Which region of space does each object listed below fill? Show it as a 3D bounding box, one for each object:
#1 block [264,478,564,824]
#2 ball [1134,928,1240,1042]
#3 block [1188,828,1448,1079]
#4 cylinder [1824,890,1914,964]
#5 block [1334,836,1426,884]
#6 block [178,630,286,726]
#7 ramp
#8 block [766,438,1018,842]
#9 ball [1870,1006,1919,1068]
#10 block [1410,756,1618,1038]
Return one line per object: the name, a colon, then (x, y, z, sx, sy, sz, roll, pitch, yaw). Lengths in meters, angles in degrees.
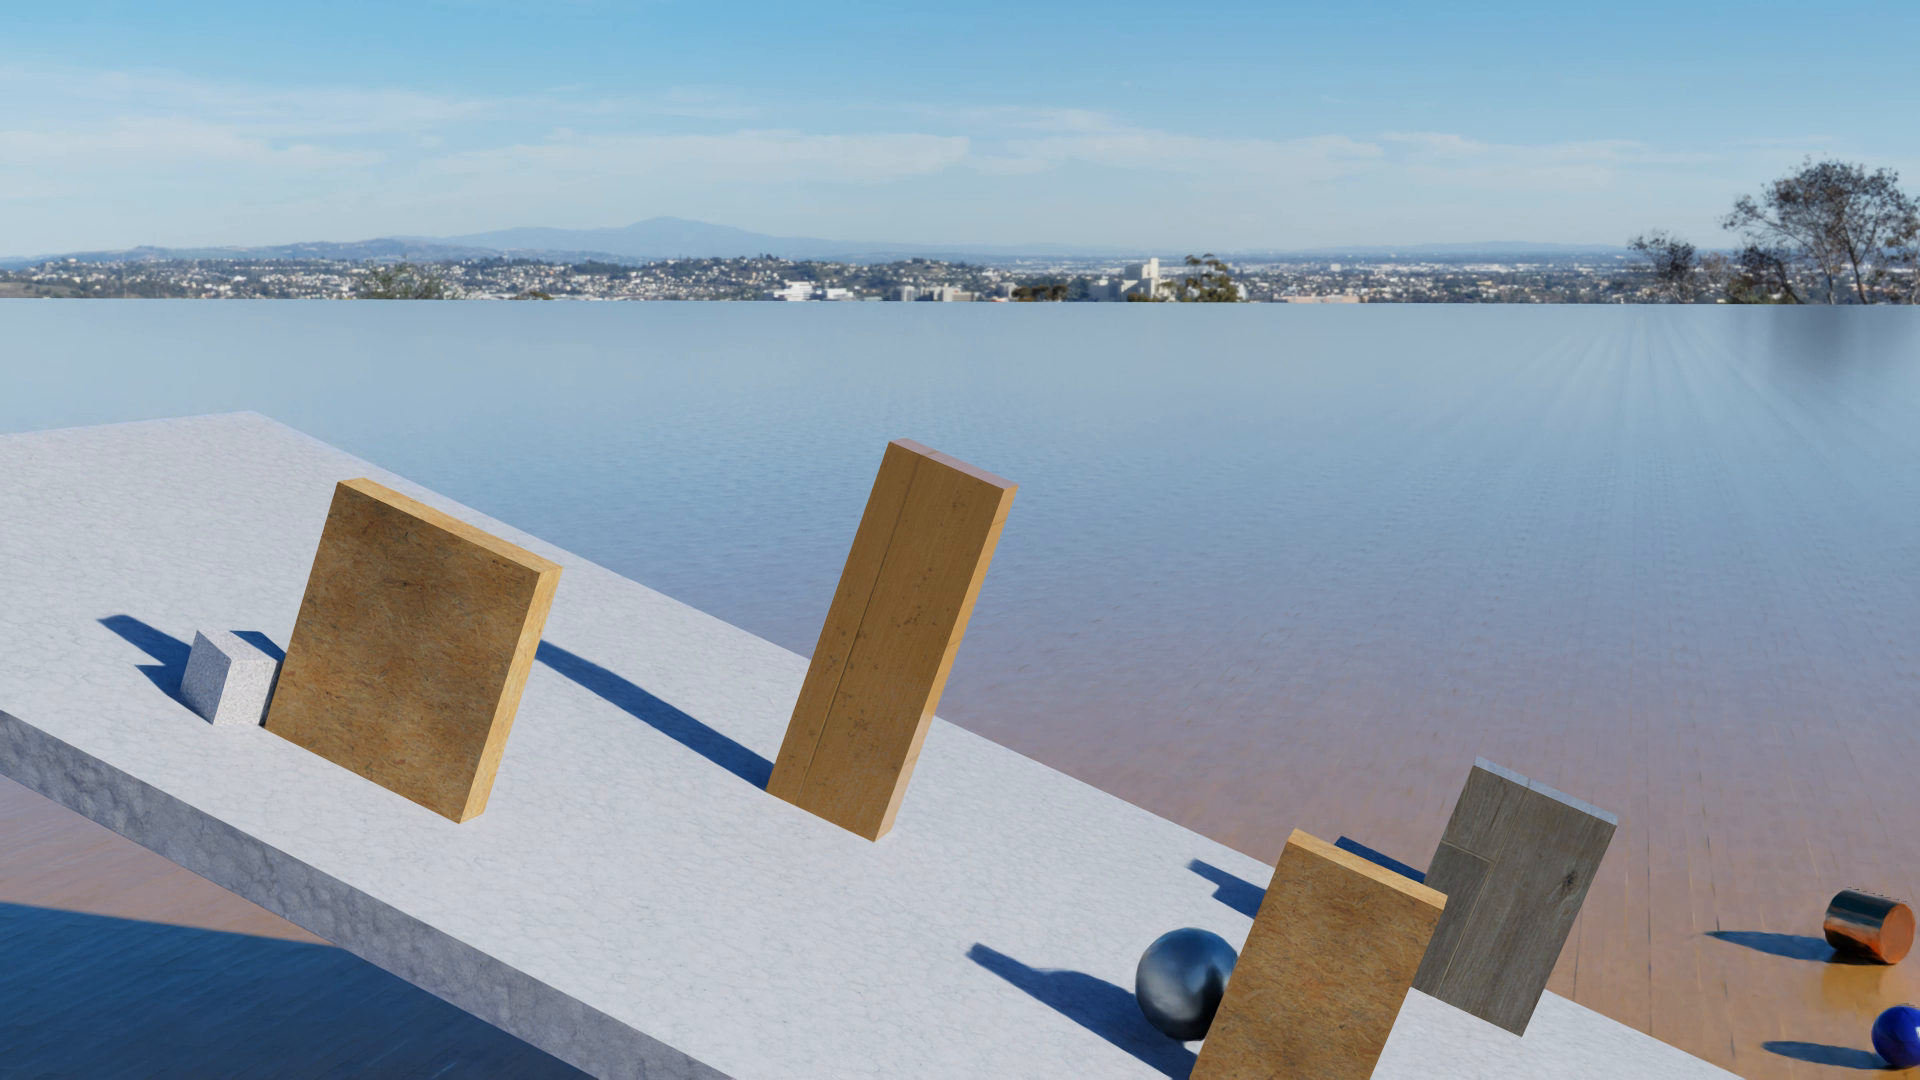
block: (-0.924, 0.184, 3.706, 0.397, 0.459, 0.081, 23, 13, 13)
ball: (0.401, 0.773, 3.825, 0.195, 0.195, 0.195, 0, 7, 0)
block: (0.588, 0.749, 3.643, 0.269, 0.464, 0.087, 23, 13, 13)
cylinder: (2.469, 1.050, 5.970, 0.165, 0.165, 0.165, -5, 8, -35)
block: (0.832, 0.765, 4.588, 0.194, 0.194, 0.194, 24, 13, 16)
block: (-1.241, 0.236, 3.774, 0.122, 0.122, 0.122, 30, 16, 37)
ramp: (-0.326, 0.591, 4.206, 4.000, 0.100, 2.000, 23, 13, 13)
block: (-0.135, 0.194, 4.245, 0.242, 0.740, 0.101, 23, 13, 13)
ball: (2.207, 1.161, 5.142, 0.142, 0.142, 0.142, 0, 7, 0)
block: (1.103, 0.728, 4.496, 0.300, 0.484, 0.090, 23, 13, 13)
